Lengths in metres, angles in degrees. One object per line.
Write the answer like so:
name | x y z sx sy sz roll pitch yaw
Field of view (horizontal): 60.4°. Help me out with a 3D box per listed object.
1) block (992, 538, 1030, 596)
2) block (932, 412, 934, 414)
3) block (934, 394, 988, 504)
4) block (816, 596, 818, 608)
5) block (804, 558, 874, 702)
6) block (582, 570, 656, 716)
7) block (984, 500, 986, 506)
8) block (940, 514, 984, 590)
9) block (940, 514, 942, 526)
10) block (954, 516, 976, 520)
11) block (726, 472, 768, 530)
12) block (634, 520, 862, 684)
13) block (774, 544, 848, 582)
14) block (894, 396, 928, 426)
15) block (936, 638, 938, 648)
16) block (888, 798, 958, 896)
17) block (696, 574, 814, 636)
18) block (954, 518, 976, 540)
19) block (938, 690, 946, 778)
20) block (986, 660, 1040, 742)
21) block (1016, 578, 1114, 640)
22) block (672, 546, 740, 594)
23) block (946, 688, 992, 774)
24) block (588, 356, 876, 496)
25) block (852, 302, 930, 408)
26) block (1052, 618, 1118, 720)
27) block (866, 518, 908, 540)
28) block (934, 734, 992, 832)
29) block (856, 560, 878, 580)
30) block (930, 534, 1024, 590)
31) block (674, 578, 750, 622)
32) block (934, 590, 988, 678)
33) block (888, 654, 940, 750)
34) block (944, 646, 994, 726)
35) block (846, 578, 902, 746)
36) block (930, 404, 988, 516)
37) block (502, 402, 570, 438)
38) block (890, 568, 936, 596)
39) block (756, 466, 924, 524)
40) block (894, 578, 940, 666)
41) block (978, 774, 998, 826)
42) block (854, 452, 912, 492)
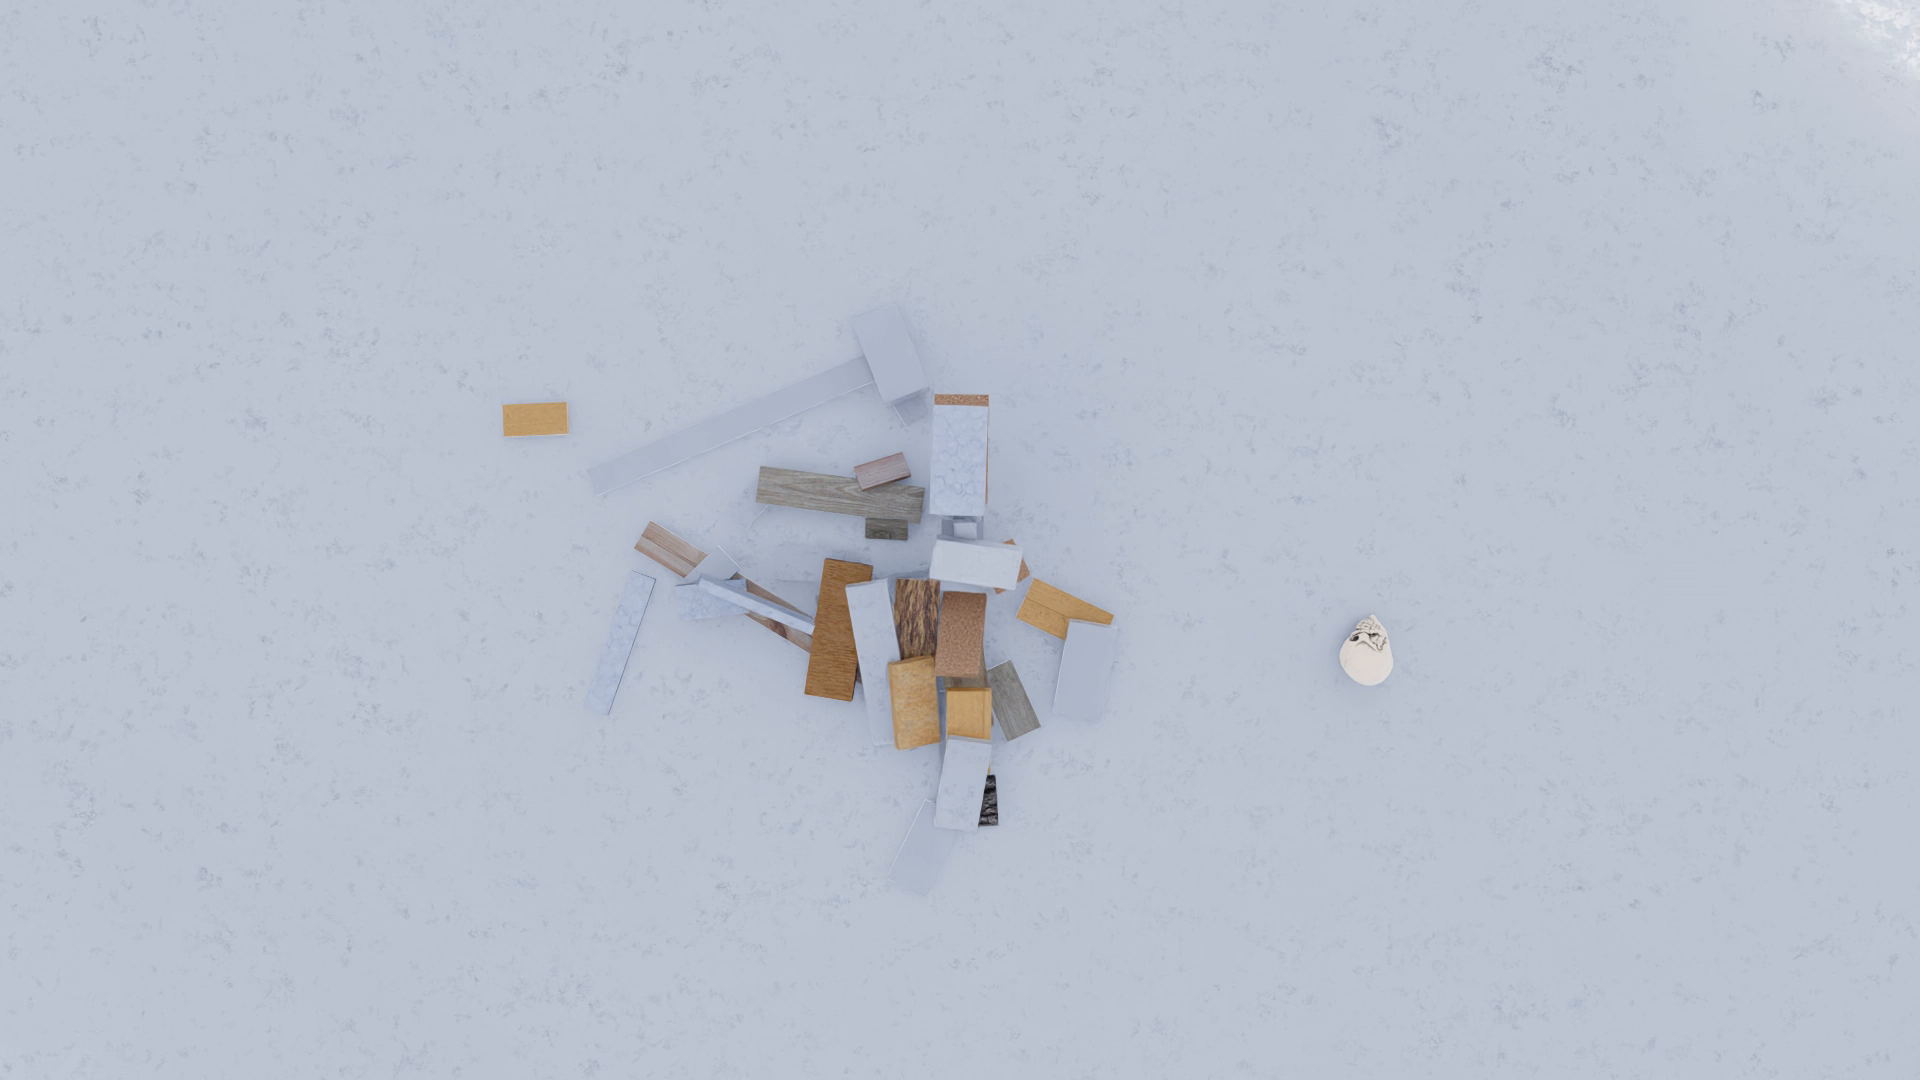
block | 0.146 0.085 5.367 0.038 0.271 0.135 -27 90 21
block | -0.004 -0.337 4.954 0.158 0.317 0.045 2 86 0
block | 0.003 -0.282 5.138 0.169 0.048 0.338 1 90 0
block | -0.403 0.210 5.490 0.148 0.021 0.074 -10 90 0
block | -0.399 0.296 5.437 0.158 0.045 0.453 9 95 2
block | -1.132 0.343 5.488 0.086 0.024 0.481 19 90 0
block | -0.007 -0.123 4.955 0.158 0.317 0.045 -2 91 0
block | 0.007 0.026 5.215 0.133 0.038 0.266 0 90 0
block | 0.005 -0.063 5.367 0.133 0.266 0.038 0 90 0
block | 0.017 -0.071 5.125 0.071 0.141 0.020 -2 73 0
block | -0.685 -0.134 5.487 0.091 0.026 0.182 41 90 0
block | -0.639 0.230 5.485 0.970 0.030 0.106 31 90 0
block | -0.495 0.081 5.484 0.230 0.033 0.115 5 90 0
block | -0.190 -0.482 5.472 0.091 0.026 0.182 -31 98 -4
block | -0.137 0.273 5.471 0.122 0.035 0.244 -1 96 0
block | -0.115 1.021 5.480 0.143 0.041 0.286 26 90 0
block | -0.664 0.207 5.374 0.399 0.115 0.033 24 94 -11
block | 0.017 -0.002 5.146 0.071 0.020 0.141 -2 126 0
block | 0.002 0.646 5.480 0.143 0.041 0.286 0 90 0
block | 0.164 0.533 5.483 0.122 0.035 0.244 -24 90 0
block | 0.348 0.253 5.479 0.292 0.041 0.146 25 90 0
block | -0.838 0.130 5.455 0.211 0.030 0.106 -44 90 0
block | 0.028 0.624 5.398 0.144 0.041 0.287 0 105 -2
block | -0.737 -0.391 5.487 1.049 0.026 0.091 -22 90 0
block | -0.228 -0.610 5.437 0.158 0.045 0.317 -21 75 -1
block | 0.412 0.428 5.446 0.158 0.045 0.317 9 101 0
block | -0.243 -0.036 5.471 0.141 0.020 0.071 3 127 0
block | 0.009 0.797 5.400 0.143 0.041 0.310 8 104 -4
block | -0.311 0.143 5.473 0.148 0.021 0.074 45 82 -10
block | 0.050 0.069 5.146 0.271 0.038 0.135 8 115 -6
block | -0.815 0.194 5.425 0.230 0.033 0.115 -6 99 -7
block | 0.004 0.309 5.410 0.144 0.041 0.287 3 63 6
block | -0.150 0.533 5.404 0.146 0.041 0.292 -10 105 -20
block | 0.021 0.479 5.439 0.144 0.041 0.287 -8 90 0
block | -0.260 0.403 5.404 0.135 0.038 0.553 -8 105 4
block | -0.003 -0.229 4.773 0.158 0.045 0.317 2 91 0
block | -1.409 -0.400 5.485 0.212 0.030 0.106 -2 90 0
block | -0.153 0.138 5.490 0.148 0.021 0.074 -9 90 0
block | -0.396 -0.149 5.468 0.548 0.035 0.122 7 90 -3
block | -0.146 0.274 5.432 0.146 0.041 0.292 4 95 0
block | 0.080 0.865 5.467 0.086 0.024 0.172 -4 105 0
block | -0.258 -0.225 5.457 0.172 0.024 0.086 -18 72 -12
